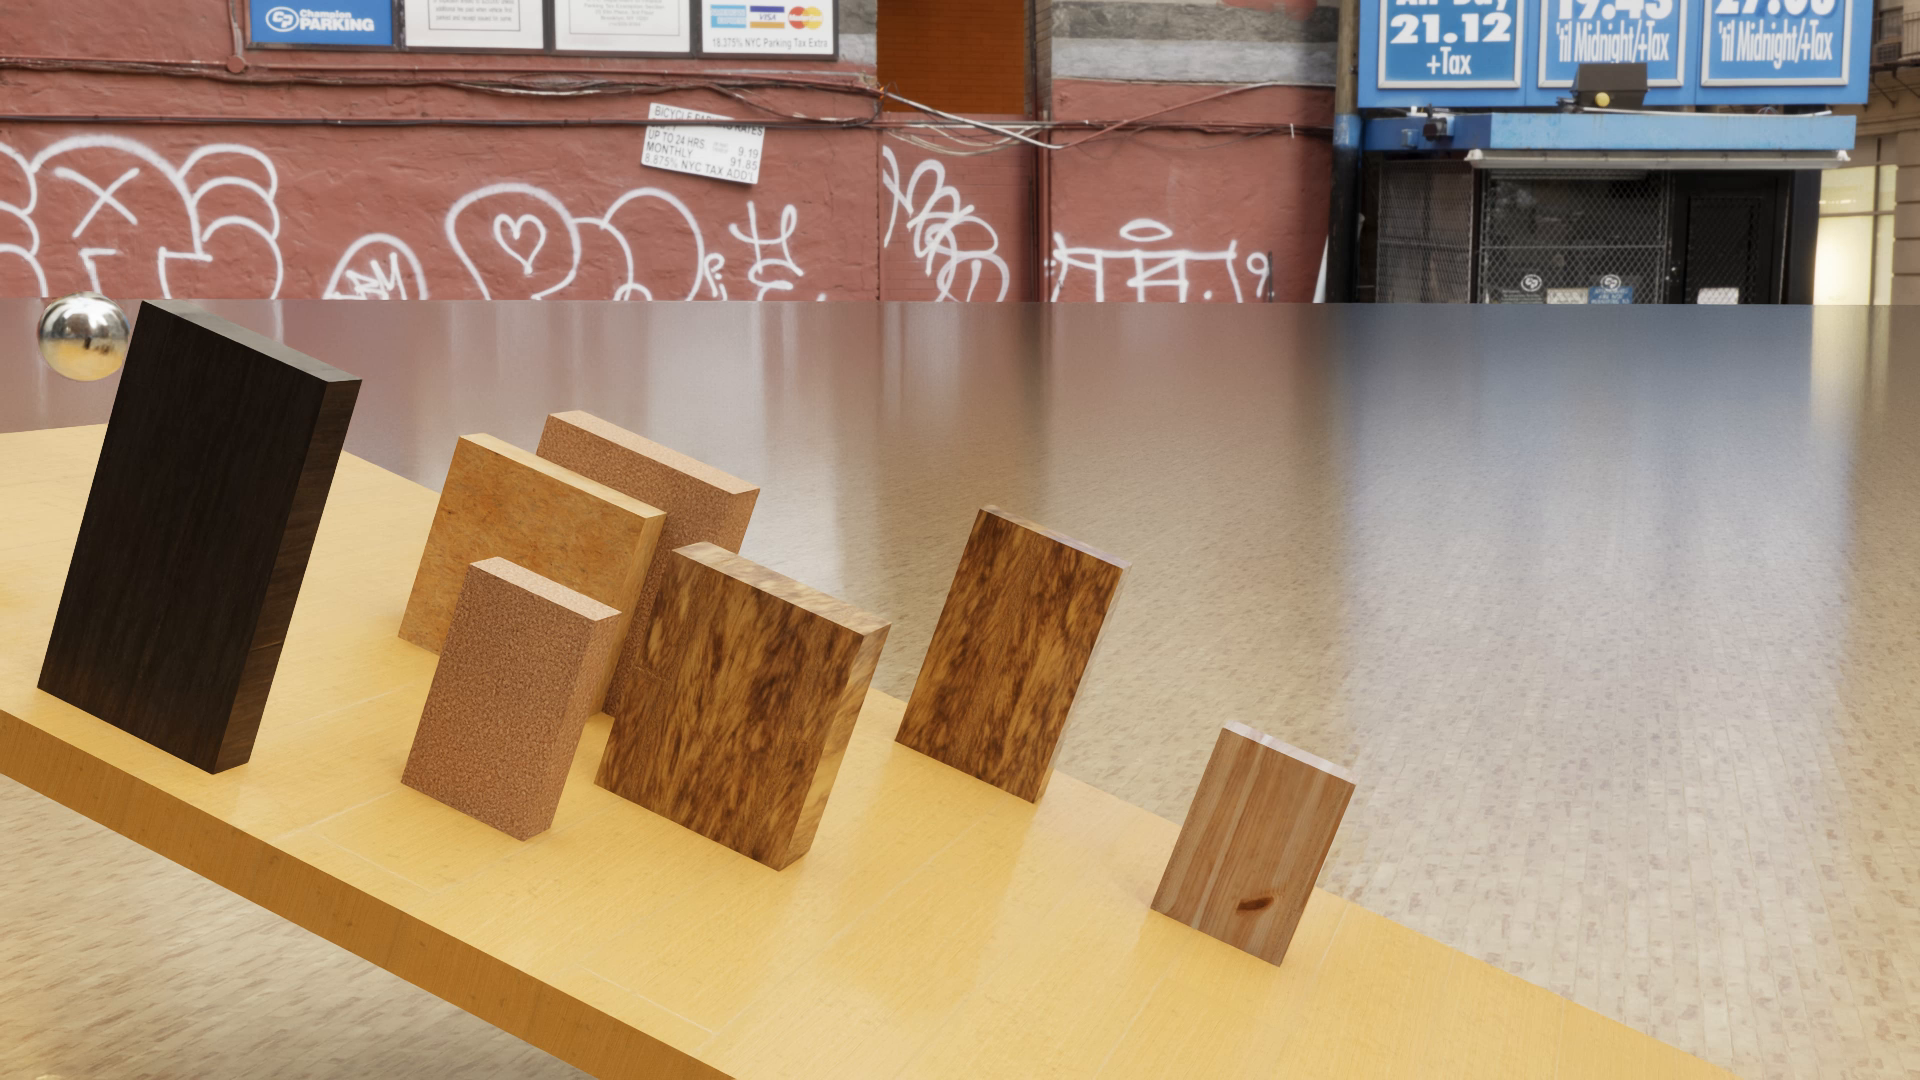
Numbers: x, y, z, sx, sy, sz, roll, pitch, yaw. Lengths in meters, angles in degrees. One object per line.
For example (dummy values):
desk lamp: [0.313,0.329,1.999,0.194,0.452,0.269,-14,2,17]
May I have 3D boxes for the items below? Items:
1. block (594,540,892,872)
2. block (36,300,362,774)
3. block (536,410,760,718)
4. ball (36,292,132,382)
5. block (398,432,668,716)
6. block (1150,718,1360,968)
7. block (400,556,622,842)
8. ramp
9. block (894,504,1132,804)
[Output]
block: [-0.398,0.299,4.015,0.390,0.468,0.150,23,13,13]
block: [-1.228,-0.006,3.536,0.353,0.675,0.096,23,13,13]
block: [-0.696,0.062,4.441,0.423,0.521,0.138,23,13,13]
ball: [-1.821,-0.424,4.578,0.186,0.186,0.186,0,7,0]
block: [-0.852,0.070,4.364,0.425,0.434,0.098,23,13,13]
block: [0.590,0.605,4.397,0.282,0.406,0.087,23,13,13]
block: [-0.761,0.267,3.722,0.245,0.408,0.099,23,13,13]
ramp: [-0.326,0.590,4.206,4.000,0.100,2.000,23,13,13]
block: [0.115,0.248,4.821,0.341,0.560,0.093,23,13,13]
